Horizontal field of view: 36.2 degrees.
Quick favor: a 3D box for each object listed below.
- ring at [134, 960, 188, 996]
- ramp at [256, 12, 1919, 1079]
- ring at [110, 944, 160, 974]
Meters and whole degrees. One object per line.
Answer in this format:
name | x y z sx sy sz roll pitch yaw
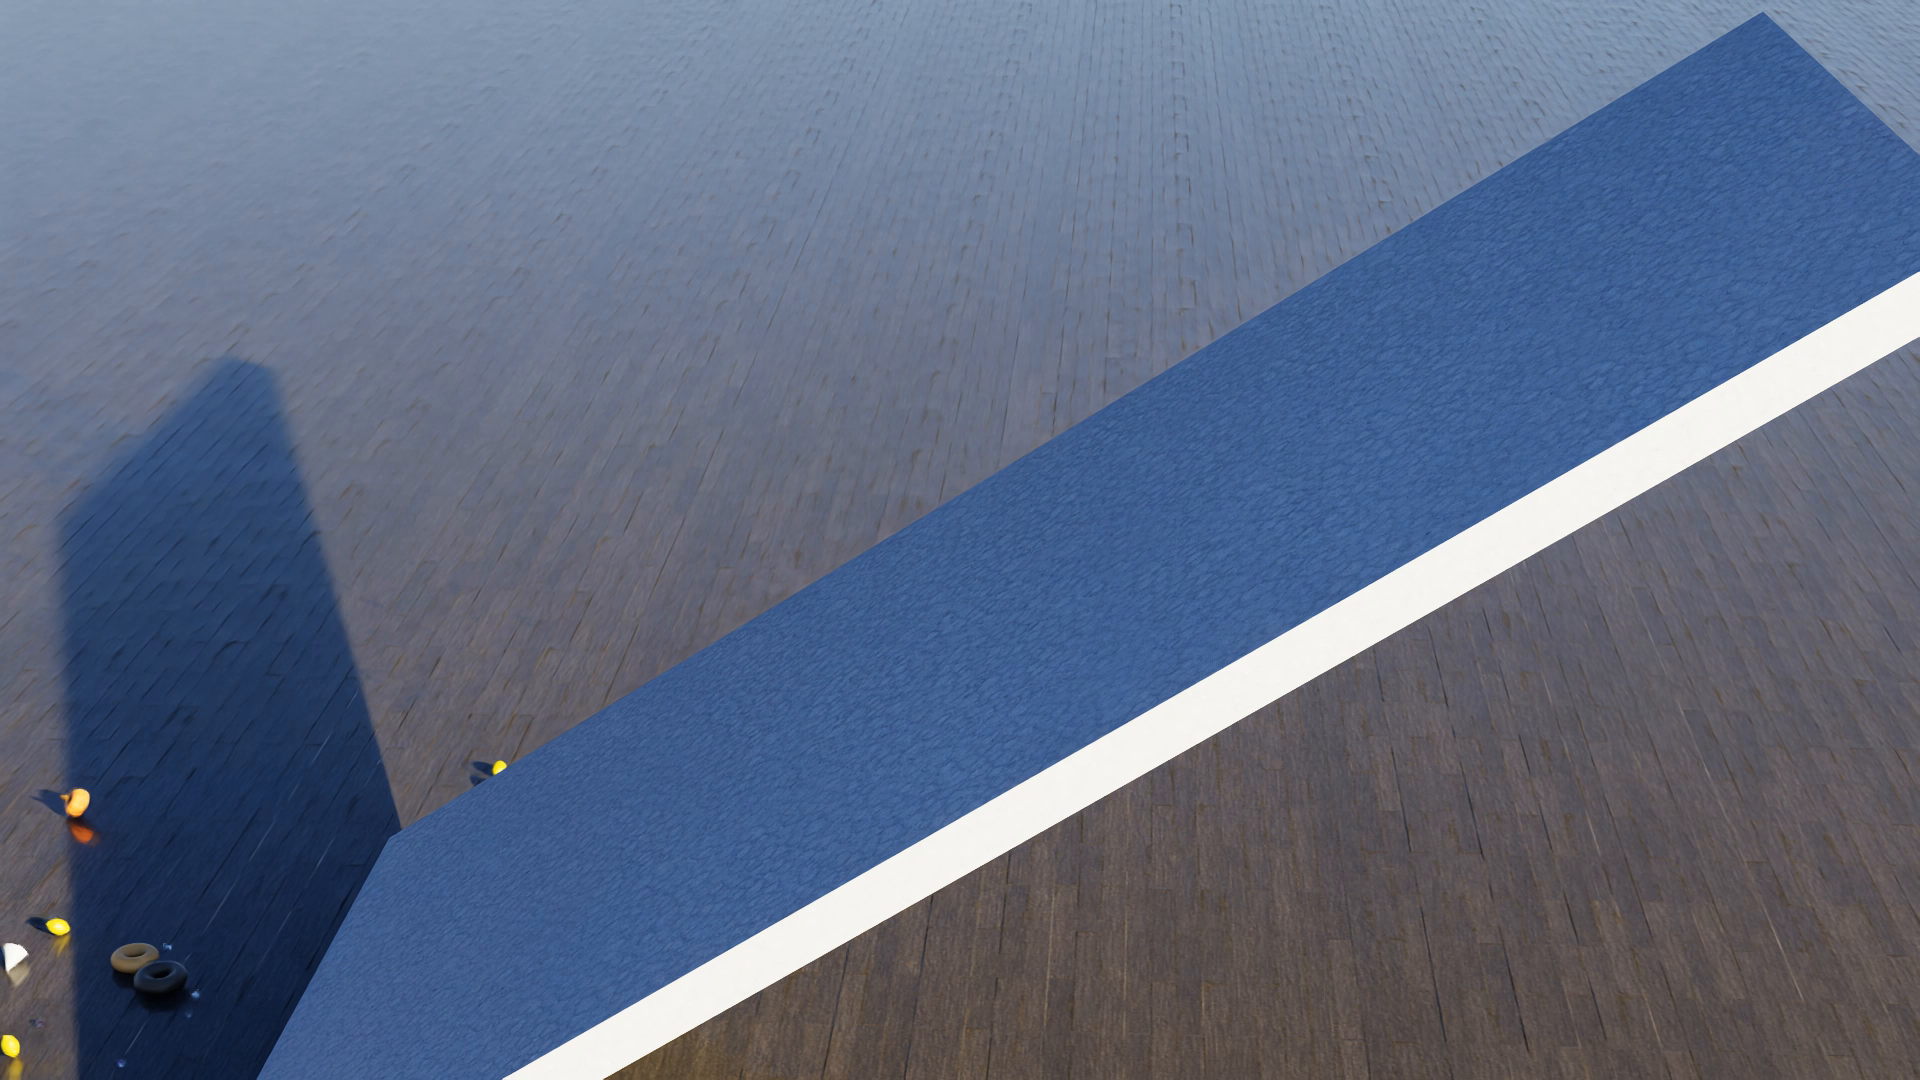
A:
ring | -1.935 1.061 7.118 0.129 0.043 0.129 -1 21 0
ramp | 0.139 0.171 6.296 4.000 0.100 2.000 -31 15 14
ring | -2.024 1.026 7.218 0.117 0.039 0.117 1 19 0
